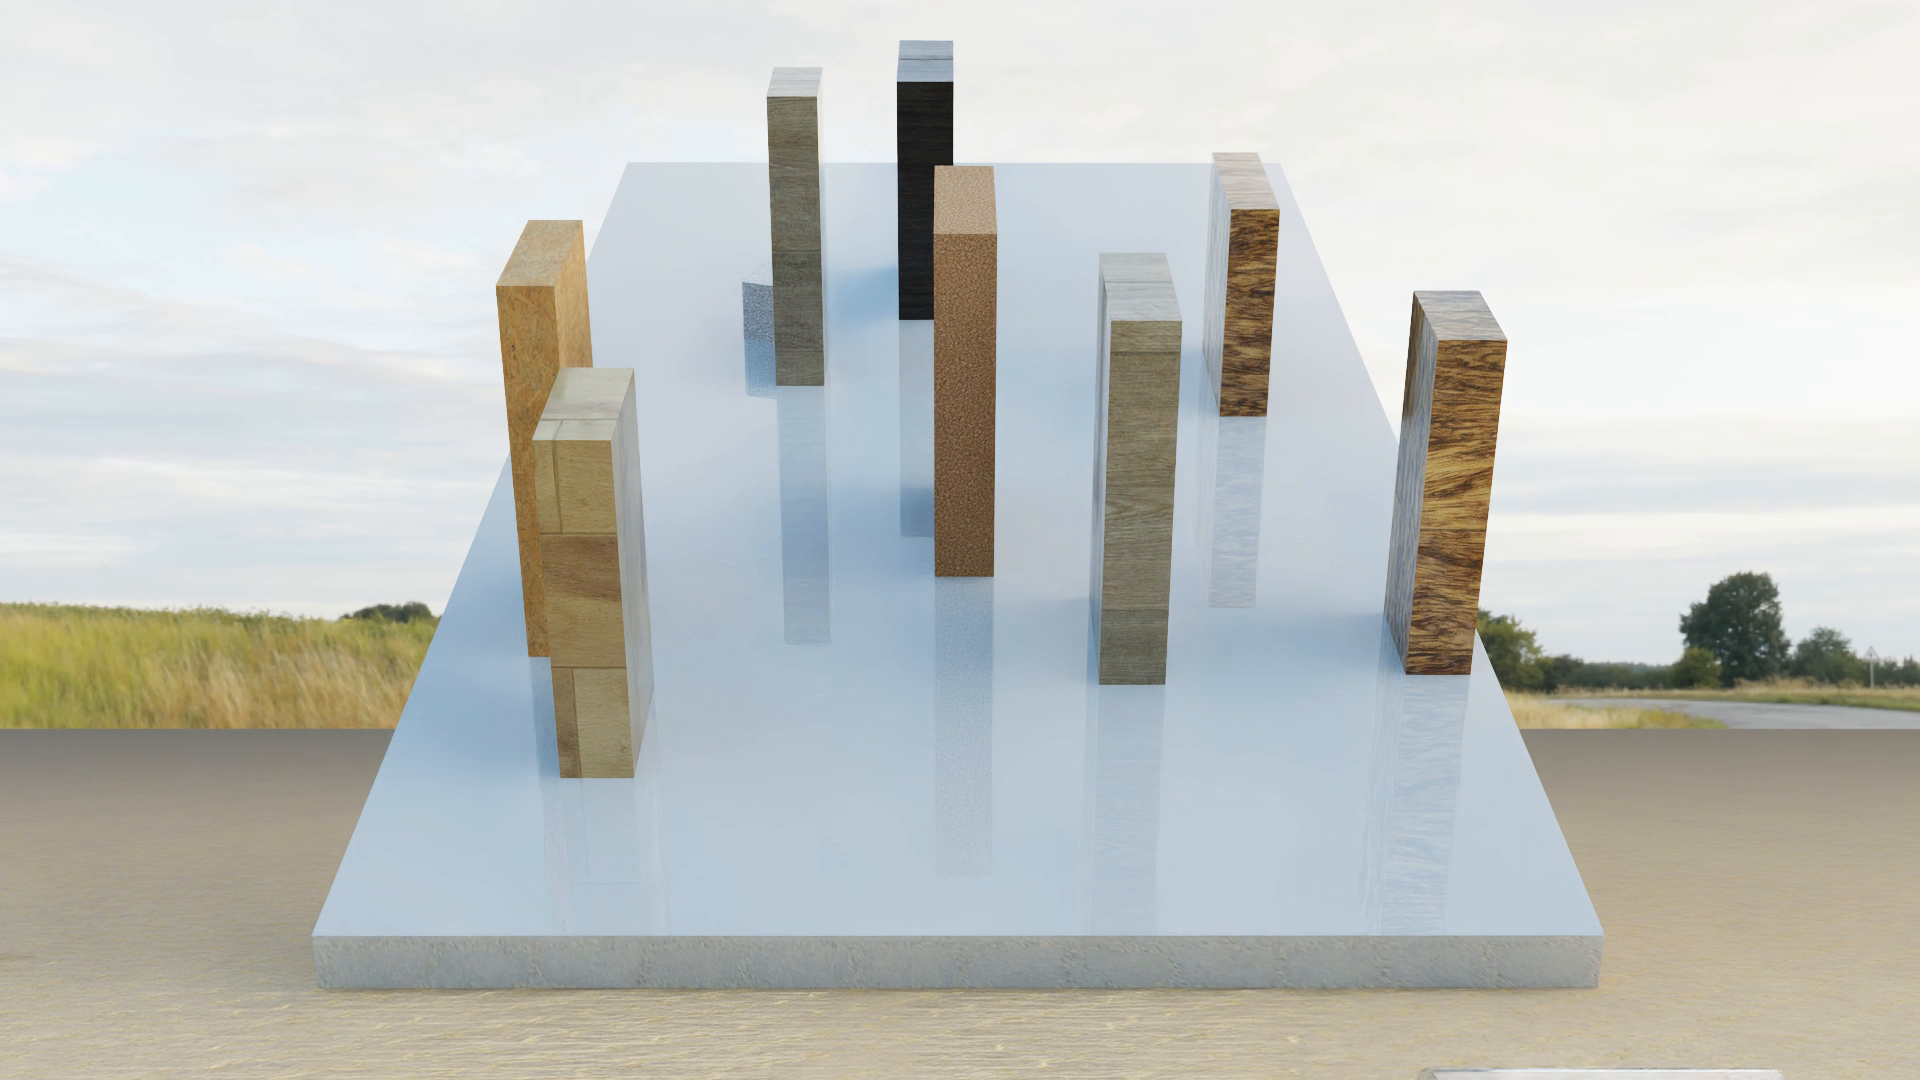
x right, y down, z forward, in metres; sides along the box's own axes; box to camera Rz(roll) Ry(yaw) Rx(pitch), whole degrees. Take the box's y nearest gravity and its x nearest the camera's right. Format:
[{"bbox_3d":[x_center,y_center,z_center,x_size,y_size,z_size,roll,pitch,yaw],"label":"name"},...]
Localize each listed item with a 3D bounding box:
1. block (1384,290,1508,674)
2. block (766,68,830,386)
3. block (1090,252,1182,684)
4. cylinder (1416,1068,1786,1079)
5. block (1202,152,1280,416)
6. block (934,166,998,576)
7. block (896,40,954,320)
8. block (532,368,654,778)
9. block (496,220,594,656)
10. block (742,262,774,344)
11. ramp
[{"bbox_3d":[0.888,-0.103,4.348,0.120,0.666,0.248,0,26,0],"label":"block"},{"bbox_3d":[-0.381,-0.740,5.589,0.115,0.705,0.251,0,26,0],"label":"block"},{"bbox_3d":[0.318,-0.131,4.346,0.122,0.715,0.349,0,26,0],"label":"block"},{"bbox_3d":[0.385,0.421,1.406,0.207,0.207,0.207,0,-4,0],"label":"cylinder"},{"bbox_3d":[0.656,-0.606,5.553,0.110,0.502,0.430,0,26,0],"label":"block"},{"bbox_3d":[0.009,-0.344,4.770,0.119,0.721,0.427,0,26,0],"label":"block"},{"bbox_3d":[-0.087,-0.928,6.070,0.140,0.619,0.399,0,26,0],"label":"block"},{"bbox_3d":[-0.623,0.056,4.052,0.126,0.634,0.309,0,26,0],"label":"block"},{"bbox_3d":[-0.760,-0.191,4.435,0.102,0.739,0.360,0,26,0],"label":"block"},{"bbox_3d":[-0.442,-0.590,5.910,0.152,0.152,0.152,9,28,17],"label":"block"},{"bbox_3d":[-0.010,-0.228,5.463,2.000,0.100,4.000,0,26,0],"label":"ramp"}]
